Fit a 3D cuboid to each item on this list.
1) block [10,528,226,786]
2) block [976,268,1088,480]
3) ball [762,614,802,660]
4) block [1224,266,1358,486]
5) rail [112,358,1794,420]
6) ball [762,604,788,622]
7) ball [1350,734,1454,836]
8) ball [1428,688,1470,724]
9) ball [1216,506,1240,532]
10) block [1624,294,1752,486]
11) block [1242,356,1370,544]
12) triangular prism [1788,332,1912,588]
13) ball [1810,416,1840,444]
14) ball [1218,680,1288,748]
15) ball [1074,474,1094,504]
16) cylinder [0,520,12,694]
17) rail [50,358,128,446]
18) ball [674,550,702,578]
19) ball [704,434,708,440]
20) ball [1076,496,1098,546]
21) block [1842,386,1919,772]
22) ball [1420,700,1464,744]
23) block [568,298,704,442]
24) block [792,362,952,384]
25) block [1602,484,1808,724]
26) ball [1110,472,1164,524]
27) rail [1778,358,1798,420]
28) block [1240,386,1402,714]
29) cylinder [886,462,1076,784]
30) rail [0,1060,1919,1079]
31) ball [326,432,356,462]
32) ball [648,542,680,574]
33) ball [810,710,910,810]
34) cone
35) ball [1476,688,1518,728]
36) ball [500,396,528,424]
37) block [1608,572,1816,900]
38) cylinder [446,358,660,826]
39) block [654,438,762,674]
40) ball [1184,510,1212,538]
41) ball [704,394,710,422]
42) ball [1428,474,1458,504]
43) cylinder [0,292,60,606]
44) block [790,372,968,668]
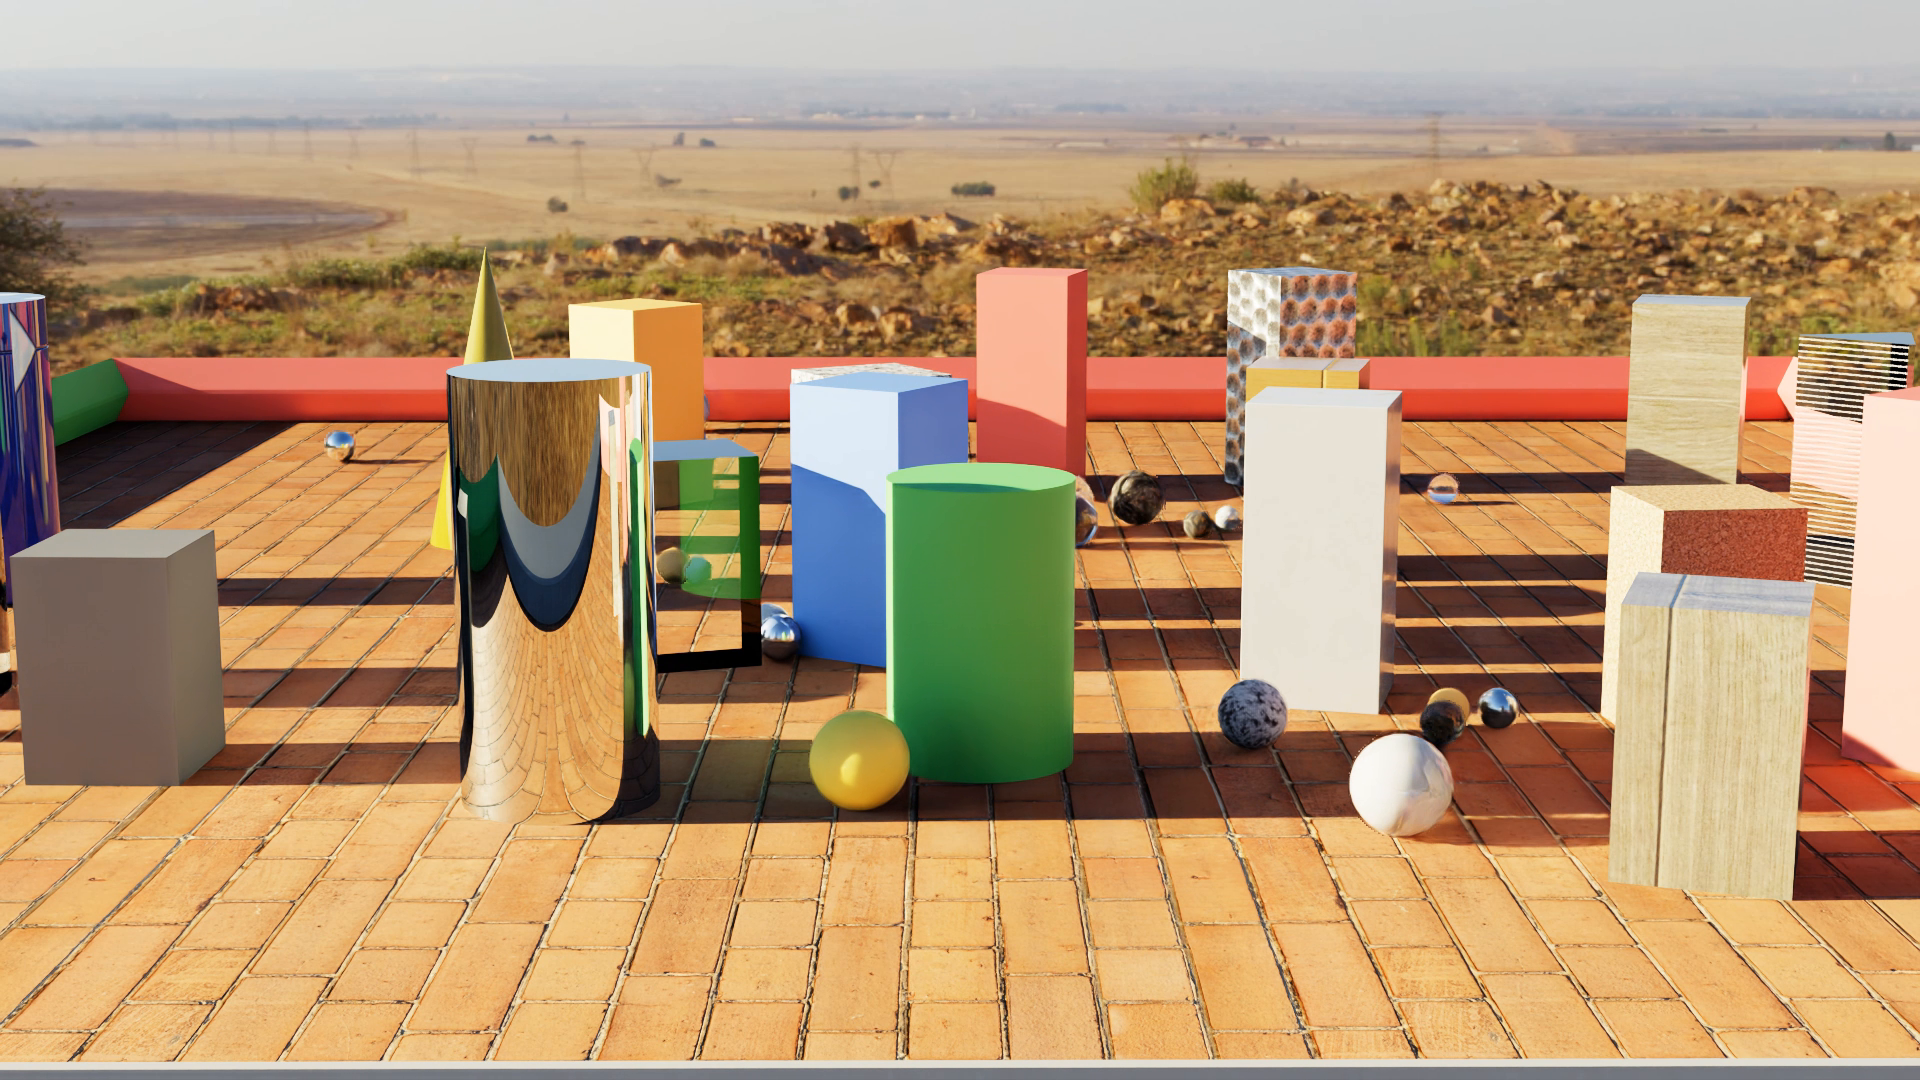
[{"bbox_3d":[-0.877,0.120,2.683,0.159,0.238,0.159,0,10,1],"label":"block"},{"bbox_3d":[0.127,-0.282,4.486,0.159,0.373,0.159,3,11,15],"label":"block"},{"bbox_3d":[-0.224,0.121,3.180,0.057,0.057,0.057,0,10,0],"label":"ball"},{"bbox_3d":[0.575,-0.281,4.475,0.159,0.375,0.159,-5,12,-27],"label":"block"},{"bbox_3d":[-0.011,-0.310,5.306,3.488,0.129,0.045,0,10,0],"label":"rail"},{"bbox_3d":[-0.242,0.109,3.234,0.059,0.059,0.059,0,10,0],"label":"ball"},{"bbox_3d":[0.422,0.234,2.455,0.098,0.098,0.098,0,10,0],"label":"ball"},{"bbox_3d":[0.542,0.188,2.845,0.047,0.047,0.047,0,10,0],"label":"ball"},{"bbox_3d":[0.424,-0.034,4.059,0.040,0.040,0.040,0,10,0],"label":"ball"},{"bbox_3d":[1.089,-0.169,3.849,0.159,0.382,0.159,4,11,19],"label":"block"},{"bbox_3d":[0.504,-0.106,3.732,0.159,0.302,0.159,3,11,14],"label":"block"},{"bbox_3d":[1.300,-0.116,3.651,0.149,0.350,0.172,-9,14,-41],"label":"triangular prism"},{"bbox_3d":[1.679,-0.212,4.984,0.055,0.055,0.055,0,10,0],"label":"ball"},{"bbox_3d":[0.315,0.188,2.767,0.075,0.075,0.075,0,10,0],"label":"ball"},{"bbox_3d":[0.166,-0.059,4.055,0.093,0.093,0.093,0,10,0],"label":"ball"},{"bbox_3d":[-1.224,0.012,2.998,0.199,0.337,0.199,0,10,0],"label":"cylinder"},{"bbox_3d":[-1.720,0.035,3.439,0.045,0.129,3.824,0,10,0],"label":"rail"},{"bbox_3d":[-0.390,0.035,3.689,0.040,0.040,0.040,0,10,0],"label":"ball"},{"bbox_3d":[-0.501,-0.168,4.644,0.092,0.092,0.092,0,10,0],"label":"ball"},{"bbox_3d":[0.172,-0.029,3.929,0.080,0.080,0.080,0,10,0],"label":"ball"},{"bbox_3d":[1.053,0.041,2.699,0.159,0.388,0.159,-9,14,-41],"label":"block"},{"bbox_3d":[0.523,0.198,2.785,0.048,0.048,0.048,0,10,0],"label":"ball"},{"bbox_3d":[-0.550,-0.239,4.382,0.159,0.327,0.159,9,14,40],"label":"block"},{"bbox_3d":[-0.119,-0.068,3.473,0.159,0.321,0.159,-6,12,-30],"label":"block"},{"bbox_3d":[0.815,0.082,2.822,0.159,0.263,0.159,-1,11,-6],"label":"block"},{"bbox_3d":[0.284,-0.067,4.114,0.086,0.086,0.086,0,10,0],"label":"ball"},{"bbox_3d":[1.720,0.031,3.458,0.045,0.129,3.824,0,10,0],"label":"rail"},{"bbox_3d":[0.420,0.008,2.979,0.159,0.351,0.159,3,11,15],"label":"block"},{"bbox_3d":[0.022,0.083,2.707,0.199,0.303,0.199,0,10,0],"label":"cylinder"},{"bbox_3d":[0.011,0.377,1.592,3.488,0.129,0.045,0,10,0],"label":"rail"},{"bbox_3d":[-1.152,-0.174,4.772,0.057,0.057,0.057,0,10,0],"label":"ball"},{"bbox_3d":[-0.427,0.026,3.712,0.049,0.049,0.049,0,10,0],"label":"ball"},{"bbox_3d":[-0.099,0.218,2.538,0.099,0.099,0.099,0,10,0],"label":"ball"},{"bbox_3d":[-0.723,-0.224,3.950,0.199,0.454,0.199,0,10,0],"label":"cone"},{"bbox_3d":[0.598,0.187,2.854,0.045,0.045,0.045,0,10,0],"label":"ball"},{"bbox_3d":[-0.918,-0.267,5.272,0.057,0.057,0.057,0,10,0],"label":"ball"},{"bbox_3d":[0.687,0.174,2.342,0.159,0.256,0.159,4,11,20],"label":"block"},{"bbox_3d":[-0.402,0.046,2.548,0.199,0.433,0.199,0,10,0],"label":"cylinder"},{"bbox_3d":[-0.344,0.017,3.179,0.159,0.260,0.159,-4,11,-19],"label":"block"},{"bbox_3d":[0.370,-0.024,3.997,0.044,0.044,0.044,0,10,0],"label":"ball"},{"bbox_3d":[-0.551,-0.265,5.159,0.094,0.094,0.094,0,10,0],"label":"ball"},{"bbox_3d":[0.813,-0.086,4.315,0.049,0.049,0.049,0,10,0],"label":"ball"},{"bbox_3d":[-1.356,-0.127,3.546,0.199,0.412,0.199,0,10,0],"label":"cylinder"},{"bbox_3d":[-0.100,-0.029,3.210,0.159,0.340,0.159,7,12,32],"label":"block"}]
